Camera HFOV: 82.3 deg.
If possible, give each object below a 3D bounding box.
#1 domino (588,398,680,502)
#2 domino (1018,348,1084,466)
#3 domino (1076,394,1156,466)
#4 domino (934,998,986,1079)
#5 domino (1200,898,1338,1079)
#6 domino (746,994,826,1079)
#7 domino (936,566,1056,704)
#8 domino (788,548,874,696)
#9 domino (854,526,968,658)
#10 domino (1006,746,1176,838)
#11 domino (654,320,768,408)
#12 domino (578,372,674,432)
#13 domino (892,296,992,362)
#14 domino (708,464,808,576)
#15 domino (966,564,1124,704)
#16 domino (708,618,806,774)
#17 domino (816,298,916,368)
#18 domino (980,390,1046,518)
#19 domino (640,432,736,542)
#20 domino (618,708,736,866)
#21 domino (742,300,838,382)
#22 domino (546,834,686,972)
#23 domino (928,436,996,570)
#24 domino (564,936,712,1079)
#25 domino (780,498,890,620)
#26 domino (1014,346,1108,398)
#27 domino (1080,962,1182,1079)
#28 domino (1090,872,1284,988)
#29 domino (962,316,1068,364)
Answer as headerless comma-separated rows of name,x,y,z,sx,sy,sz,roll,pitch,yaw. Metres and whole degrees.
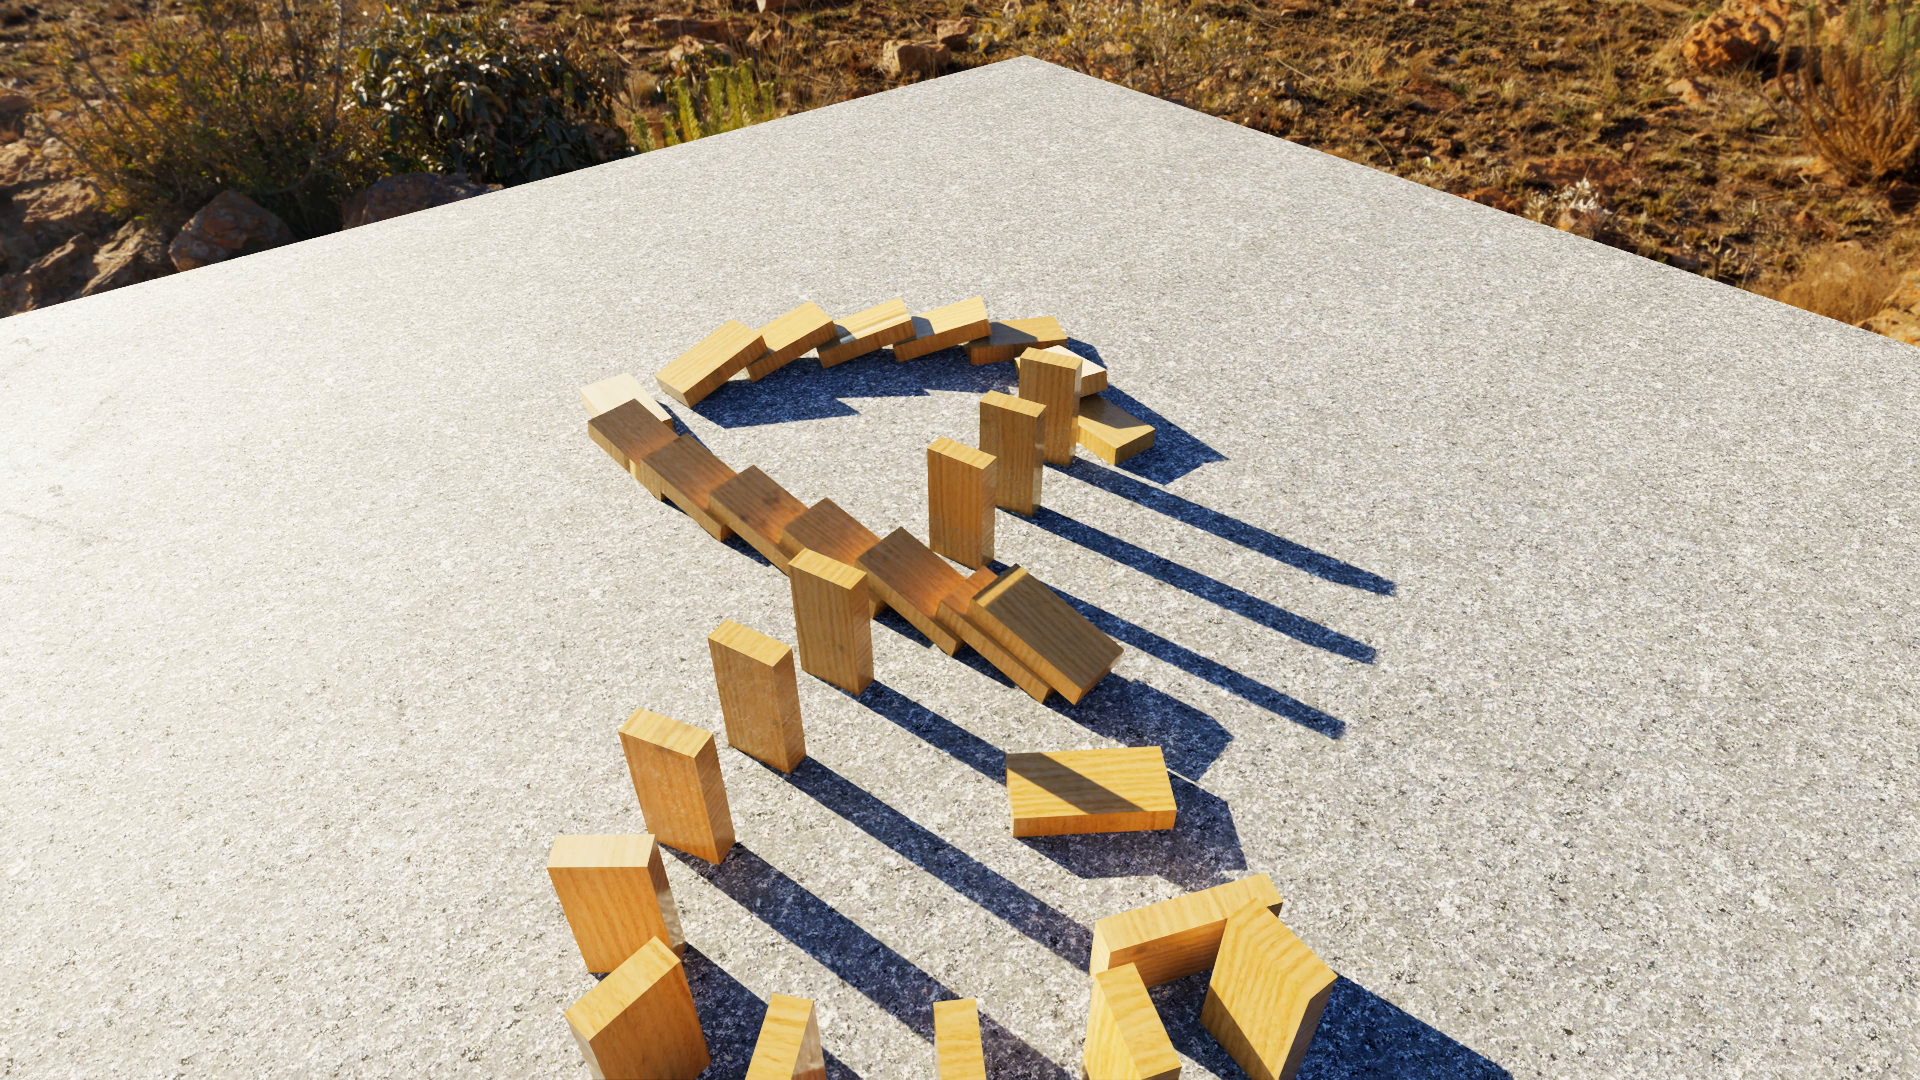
domino,-0.137,-0.040,0.483,0.050,0.009,0.025,39,52,20
domino,0.039,-0.058,0.482,0.025,0.050,0.009,15,42,18
domino,0.063,-0.054,0.509,0.025,0.009,0.050,-27,46,-29
domino,0.000,0.130,0.252,0.009,0.050,0.025,-4,40,-5
domino,0.075,0.114,0.272,0.009,0.050,0.025,-24,45,-27
domino,-0.040,0.130,0.253,0.009,0.050,0.025,6,40,8
domino,0.018,0.033,0.393,0.050,0.010,0.025,38,51,19
domino,-0.044,0.029,0.377,0.025,0.050,0.009,21,44,23
domino,-0.013,0.019,0.411,0.050,0.009,0.025,38,51,18
domino,0.040,0.079,0.347,0.050,0.009,0.025,-2,39,-3
domino,-0.122,-0.087,0.540,0.025,0.010,0.050,31,63,34
domino,-0.157,-0.061,0.517,0.025,0.010,0.050,-25,45,-27
domino,-0.010,-0.109,0.566,0.050,0.009,0.025,-16,40,5
domino,-0.075,-0.008,0.444,0.050,0.009,0.025,37,51,19
domino,0.030,0.032,0.384,0.050,0.009,0.025,39,51,19
domino,-0.064,0.050,0.350,0.025,0.050,0.009,20,43,23
domino,-0.050,-0.106,0.564,0.050,0.009,0.025,-20,41,-2
domino,0.021,-0.035,0.454,0.025,0.050,0.010,19,43,21
domino,-0.108,-0.023,0.462,0.050,0.010,0.025,38,51,19
domino,-0.082,0.073,0.323,0.025,0.050,0.009,15,42,17
domino,-0.090,-0.101,0.557,0.050,0.010,0.025,-32,48,-14
domino,-0.090,0.097,0.292,0.025,0.050,0.010,0,39,0
domino,0.001,-0.013,0.428,0.025,0.050,0.010,23,45,25
domino,-0.076,0.120,0.265,0.010,0.050,0.025,29,47,30
domino,-0.043,0.006,0.426,0.050,0.010,0.025,37,51,19
domino,0.048,-0.081,0.531,0.025,0.009,0.050,-18,28,-15
domino,0.039,0.125,0.259,0.009,0.050,0.025,-11,41,-13
domino,0.061,0.108,0.299,0.050,0.025,0.010,-11,41,-13
domino,0.028,-0.104,0.570,0.050,0.010,0.025,-8,40,-9
